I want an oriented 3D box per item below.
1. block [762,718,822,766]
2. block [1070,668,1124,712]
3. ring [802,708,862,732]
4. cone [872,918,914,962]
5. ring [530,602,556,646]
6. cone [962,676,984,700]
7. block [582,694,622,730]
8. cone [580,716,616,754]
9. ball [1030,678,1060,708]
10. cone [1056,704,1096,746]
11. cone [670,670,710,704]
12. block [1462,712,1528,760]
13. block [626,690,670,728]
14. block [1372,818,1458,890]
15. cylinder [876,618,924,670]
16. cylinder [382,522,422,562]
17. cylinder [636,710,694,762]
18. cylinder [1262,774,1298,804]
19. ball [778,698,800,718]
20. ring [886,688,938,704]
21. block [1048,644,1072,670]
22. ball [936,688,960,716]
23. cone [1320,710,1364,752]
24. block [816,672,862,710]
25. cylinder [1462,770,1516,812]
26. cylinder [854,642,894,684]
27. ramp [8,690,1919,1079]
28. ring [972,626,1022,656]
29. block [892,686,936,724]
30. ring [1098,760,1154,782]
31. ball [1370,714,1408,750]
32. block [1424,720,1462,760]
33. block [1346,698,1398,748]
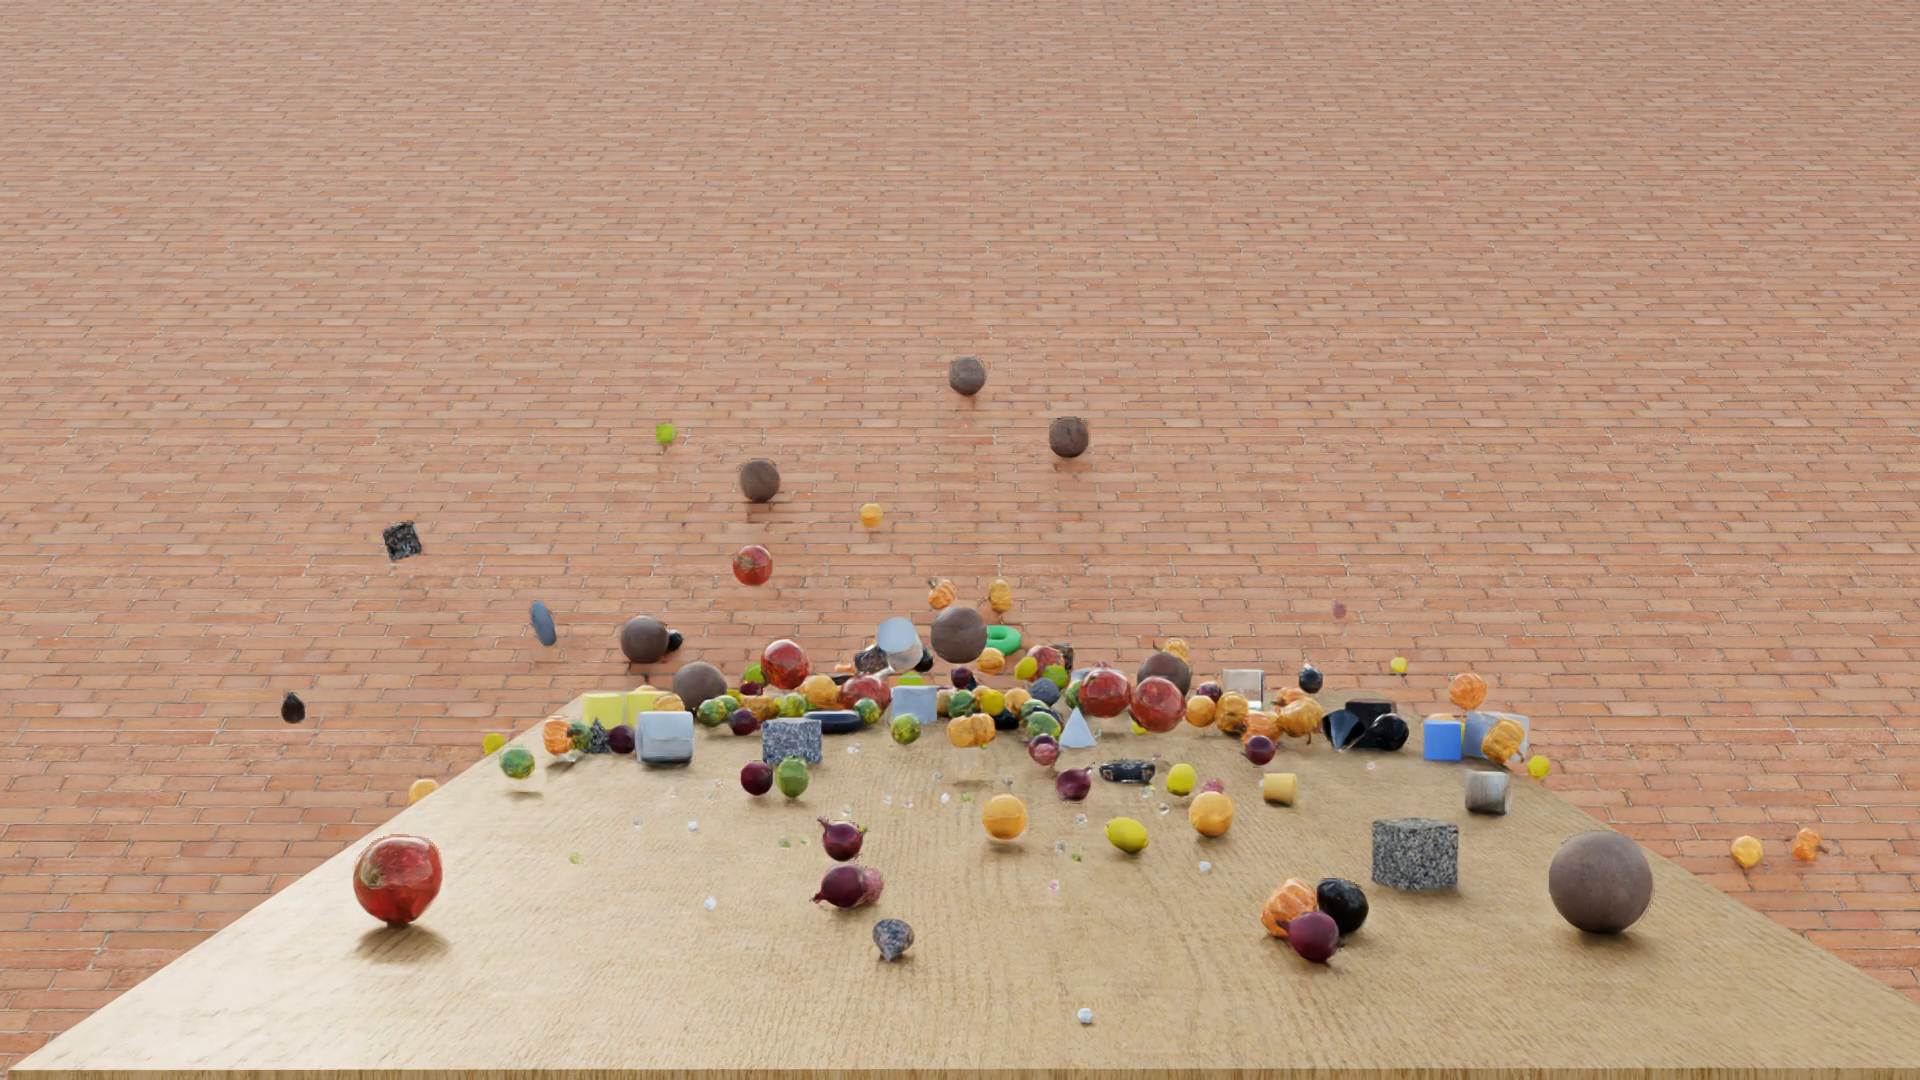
[{"bbox_3d":[-0.328,0.395,5.043,0.083,0.083,0.083,1,2,30],"label":"block"},{"bbox_3d":[0.323,0.353,6.090,0.092,0.092,0.092,1,2,32],"label":"block"},{"bbox_3d":[-0.280,0.394,5.614,0.136,0.045,0.136,1,1,0],"label":"ring"},{"bbox_3d":[-0.083,0.492,3.100,0.052,0.052,0.052,2,29,5],"label":"cone"},{"bbox_3d":[-1.122,0.227,6.939,0.042,0.125,0.125,-18,29,-17],"label":"ring"},{"bbox_3d":[0.031,0.362,6.359,0.057,0.057,0.057,0,2,0],"label":"cone"},{"bbox_3d":[-0.787,0.378,5.669,0.073,0.073,0.073,-1,2,-21],"label":"block"},{"bbox_3d":[-0.738,0.393,5.238,0.073,0.073,0.073,0,2,0],"label":"cone"},{"bbox_3d":[0.201,0.362,6.121,0.071,0.071,0.071,0,24,0],"label":"ball"},{"bbox_3d":[0.242,0.383,5.355,0.084,0.084,0.084,0,2,0],"label":"cone"},{"bbox_3d":[-0.646,0.374,6.225,0.094,0.094,0.094,27,26,-2],"label":"cone"},{"bbox_3d":[1.067,0.390,5.129,0.087,0.087,0.087,3,3,-40],"label":"block"},{"bbox_3d":[-0.689,0.375,5.697,0.077,0.077,0.077,0,2,12],"label":"block"},{"bbox_3d":[0.641,0.442,3.634,0.086,0.086,0.086,-1,2,-25],"label":"block"},{"bbox_3d":[-0.150,0.260,6.449,0.099,0.099,0.099,-6,59,10],"label":"cylinder"},{"bbox_3d":[-1.602,0.005,7.394,0.092,0.092,0.092,-19,4,1],"label":"cylinder"},{"bbox_3d":[-0.579,0.384,5.044,0.100,0.100,0.100,1,23,-15],"label":"cylinder"},{"bbox_3d":[0.555,0.431,4.468,0.050,0.050,0.050,1,23,19],"label":"cylinder"},{"bbox_3d":[-0.387,0.383,5.820,0.052,0.052,0.052,0,24,0],"label":"ball"},{"bbox_3d":[-0.112,0.375,6.170,0.131,0.044,0.131,1,1,0],"label":"ring"},{"bbox_3d":[0.268,0.309,6.844,0.059,0.059,0.059,2,5,5],"label":"block"},{"bbox_3d":[-0.032,0.373,5.909,0.065,0.065,0.065,0,24,0],"label":"ball"},{"bbox_3d":[0.773,0.408,5.246,0.090,0.090,0.090,6,30,14],"label":"cone"},{"bbox_3d":[-0.287,0.359,6.094,0.081,0.081,0.081,-1,2,-31],"label":"block"},{"bbox_3d":[0.893,0.425,4.351,0.067,0.067,0.067,-7,17,35],"label":"cylinder"},{"bbox_3d":[-0.214,0.311,6.549,0.083,0.083,0.083,-29,34,-19],"label":"cylinder"},{"bbox_3d":[0.056,0.503,4.548,2.000,0.100,4.000,0,2,0],"label":"ramp"},{"bbox_3d":[0.099,0.272,6.963,0.136,0.045,0.136,-1,25,0],"label":"ring"},{"bbox_3d":[-0.103,0.370,5.800,0.079,0.079,0.079,1,2,15],"label":"block"},{"bbox_3d":[0.310,0.428,4.778,0.105,0.035,0.105,0,1,0],"label":"ring"},{"bbox_3d":[0.873,0.390,5.235,0.077,0.077,0.077,0,24,0],"label":"ball"},{"bbox_3d":[0.958,0.397,5.113,0.071,0.071,0.071,0,2,10],"label":"block"},{"bbox_3d":[0.852,0.379,5.332,0.093,0.093,0.093,1,2,17],"label":"block"}]
